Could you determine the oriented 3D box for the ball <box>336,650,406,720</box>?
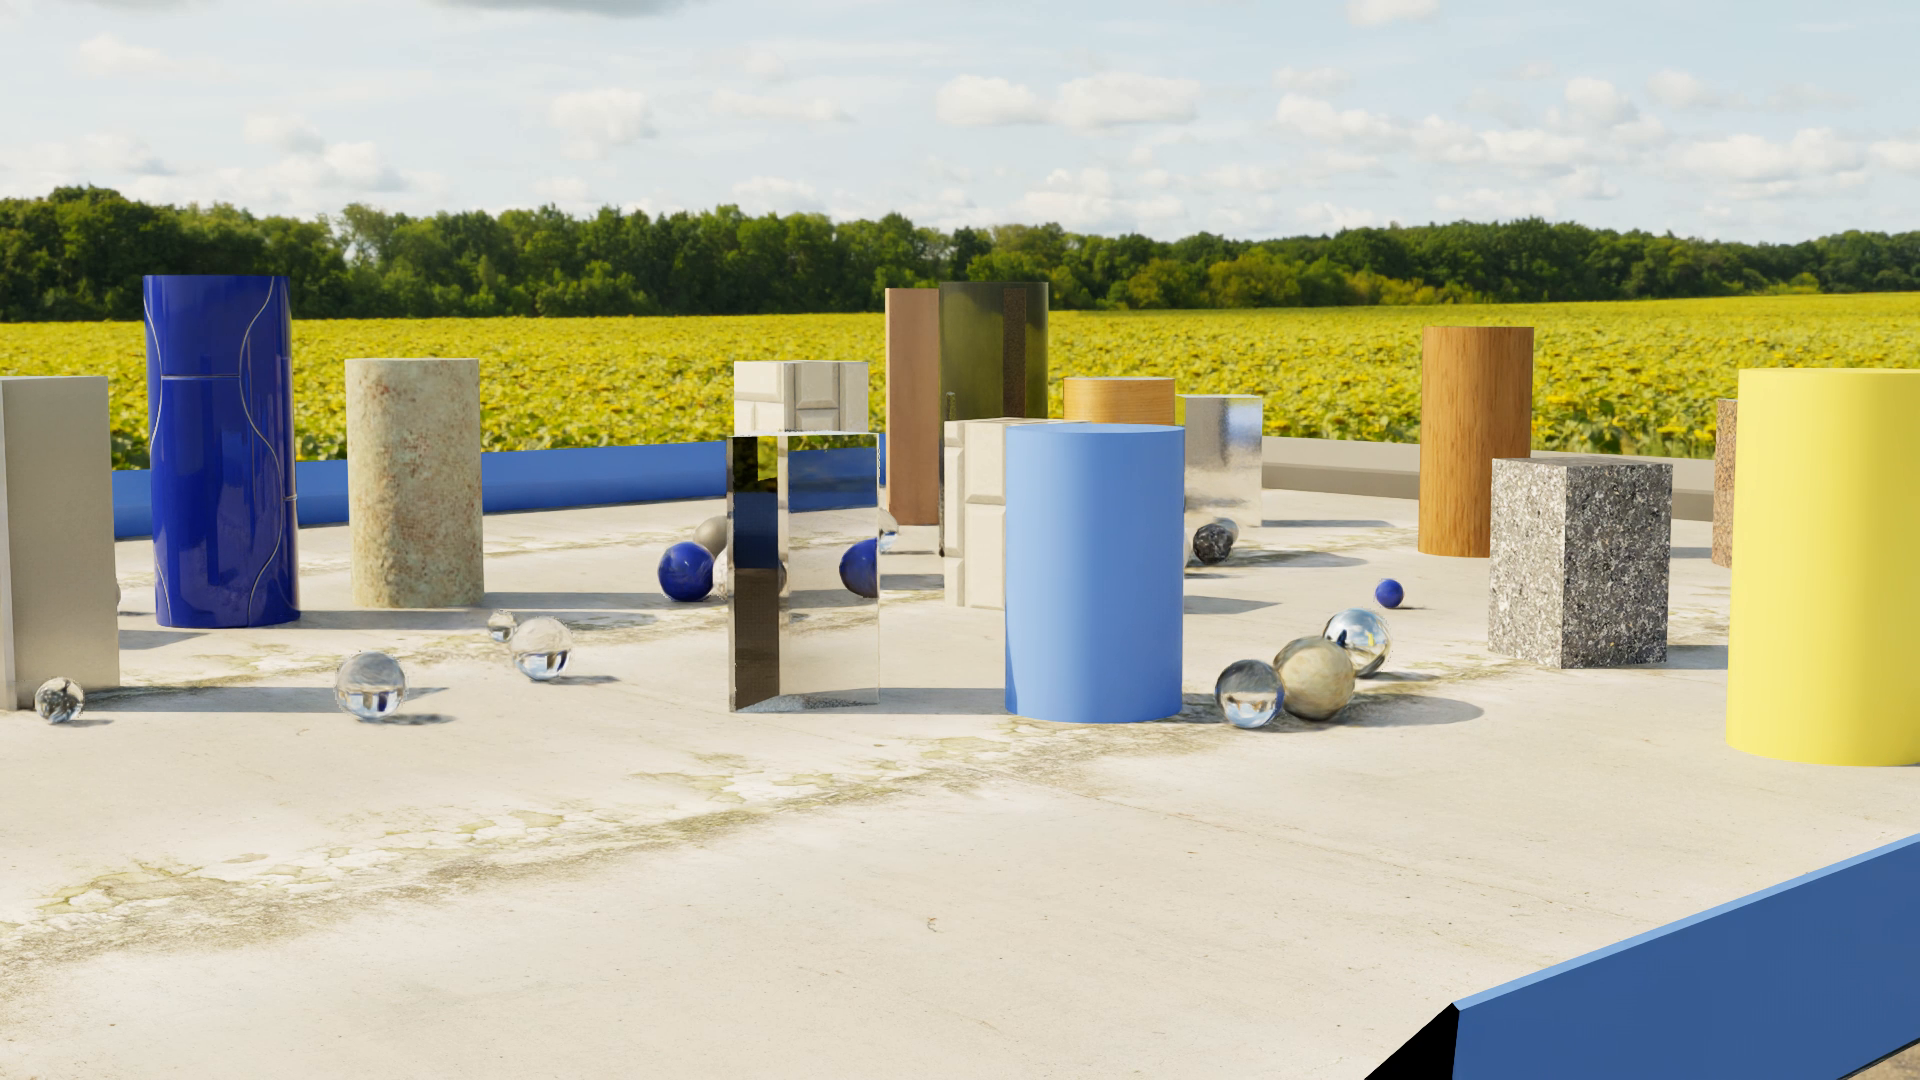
[{"bbox_3d":[-0.643,0.159,2.404,0.075,0.075,0.075,0,6,0],"label":"ball"}]

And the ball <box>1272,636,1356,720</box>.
[{"bbox_3d":[0.384,0.151,2.397,0.092,0.092,0.092,0,6,0],"label":"ball"}]

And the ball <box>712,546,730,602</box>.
[{"bbox_3d":[-0.329,0.051,3.343,0.095,0.095,0.095,0,6,0],"label":"ball"}]

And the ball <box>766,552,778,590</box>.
[{"bbox_3d":[-0.321,0.052,3.441,0.074,0.074,0.074,0,6,0],"label":"ball"}]

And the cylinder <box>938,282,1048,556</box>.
[{"bbox_3d":[0.061,-0.220,4.006,0.200,0.497,0.200,0,6,0],"label":"cylinder"}]

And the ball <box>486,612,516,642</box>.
[{"bbox_3d":[-0.619,0.117,2.969,0.041,0.041,0.041,0,6,0],"label":"ball"}]

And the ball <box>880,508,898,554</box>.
[{"bbox_3d":[-0.156,-0.017,4.049,0.085,0.085,0.085,0,6,0],"label":"ball"}]

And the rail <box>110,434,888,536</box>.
[{"bbox_3d":[-1.254,-0.107,4.683,4.148,0.130,0.045,-5,8,-42],"label":"rail"}]

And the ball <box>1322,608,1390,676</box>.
[{"bbox_3d":[0.483,0.125,2.686,0.084,0.084,0.084,0,6,0],"label":"ball"}]

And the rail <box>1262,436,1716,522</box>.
[{"bbox_3d":[1.507,-0.110,4.715,0.045,0.130,3.745,-5,8,-42],"label":"rail"}]

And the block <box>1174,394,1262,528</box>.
[{"bbox_3d":[0.540,-0.168,4.614,0.160,0.268,0.160,0,6,-2],"label":"block"}]

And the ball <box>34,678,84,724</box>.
[{"bbox_3d":[-0.977,0.174,2.384,0.049,0.049,0.049,0,6,0],"label":"ball"}]

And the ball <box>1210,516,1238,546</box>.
[{"bbox_3d":[0.493,-0.013,4.128,0.061,0.061,0.061,0,6,0],"label":"ball"}]

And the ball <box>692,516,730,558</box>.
[{"bbox_3d":[-0.405,0.009,3.726,0.100,0.100,0.100,0,6,0],"label":"ball"}]

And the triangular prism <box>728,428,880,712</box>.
[{"bbox_3d":[-0.197,0.029,2.527,0.173,0.308,0.150,-2,6,-19],"label":"triangular prism"}]

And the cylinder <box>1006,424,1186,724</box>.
[{"bbox_3d":[0.150,0.032,2.464,0.200,0.315,0.200,0,6,0],"label":"cylinder"}]

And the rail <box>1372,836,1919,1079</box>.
[{"bbox_3d":[1.254,0.174,1.980,4.148,0.130,0.045,-5,8,-42],"label":"rail"}]

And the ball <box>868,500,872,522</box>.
[{"bbox_3d":[-0.224,-0.060,4.416,0.093,0.093,0.093,0,6,0],"label":"ball"}]

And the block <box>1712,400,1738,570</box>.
[{"bbox_3d":[1.414,-0.096,3.810,0.160,0.290,0.160,0,6,0],"label":"block"}]

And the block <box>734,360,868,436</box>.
[{"bbox_3d":[-0.260,-0.112,3.613,0.160,0.362,0.160,-4,7,-35],"label":"block"}]

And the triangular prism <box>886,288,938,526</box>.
[{"bbox_3d":[-0.098,-0.284,4.653,0.173,0.491,0.150,-2,6,-21],"label":"triangular prism"}]

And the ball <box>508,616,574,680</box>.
[{"bbox_3d":[-0.506,0.131,2.660,0.077,0.077,0.077,0,6,0],"label":"ball"}]

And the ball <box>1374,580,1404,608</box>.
[{"bbox_3d":[0.646,0.081,3.306,0.043,0.043,0.043,0,6,0],"label":"ball"}]

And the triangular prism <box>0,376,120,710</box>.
[{"bbox_3d":[-1.057,-0.004,2.550,0.150,0.369,0.173,-5,8,-40],"label":"triangular prism"}]

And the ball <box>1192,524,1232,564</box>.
[{"bbox_3d":[0.446,0.007,3.891,0.070,0.070,0.070,0,6,0],"label":"ball"}]

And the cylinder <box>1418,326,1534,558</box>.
[{"bbox_3d":[0.951,-0.185,4.058,0.200,0.416,0.200,0,6,0],"label":"cylinder"}]

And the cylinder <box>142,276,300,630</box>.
[{"bbox_3d":[-1.060,-0.131,3.163,0.200,0.494,0.200,0,6,0],"label":"cylinder"}]

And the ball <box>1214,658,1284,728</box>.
[{"bbox_3d":[0.310,0.164,2.359,0.074,0.074,0.074,0,6,0],"label":"ball"}]

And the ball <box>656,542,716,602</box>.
[{"bbox_3d":[-0.418,0.048,3.376,0.093,0.093,0.093,0,6,0],"label":"ball"}]

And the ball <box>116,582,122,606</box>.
[{"bbox_3d":[-1.268,0.080,3.244,0.057,0.057,0.057,0,6,0],"label":"ball"}]

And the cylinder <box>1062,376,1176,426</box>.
[{"bbox_3d":[0.283,-0.126,3.925,0.200,0.326,0.200,0,6,0],"label":"cylinder"}]

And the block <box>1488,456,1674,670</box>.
[{"bbox_3d":[0.797,0.025,2.833,0.160,0.253,0.160,-2,6,-20],"label":"block"}]

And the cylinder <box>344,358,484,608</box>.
[{"bbox_3d":[-0.838,-0.092,3.382,0.200,0.371,0.200,0,6,0],"label":"cylinder"}]

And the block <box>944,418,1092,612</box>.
[{"bbox_3d":[0.089,-0.041,3.342,0.160,0.279,0.160,4,7,36],"label":"block"}]

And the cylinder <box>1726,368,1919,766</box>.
[{"bbox_3d":[0.891,0.021,2.236,0.200,0.385,0.200,0,6,0],"label":"cylinder"}]

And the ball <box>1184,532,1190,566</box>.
[{"bbox_3d":[0.343,0.016,3.701,0.091,0.091,0.091,0,6,0],"label":"ball"}]
